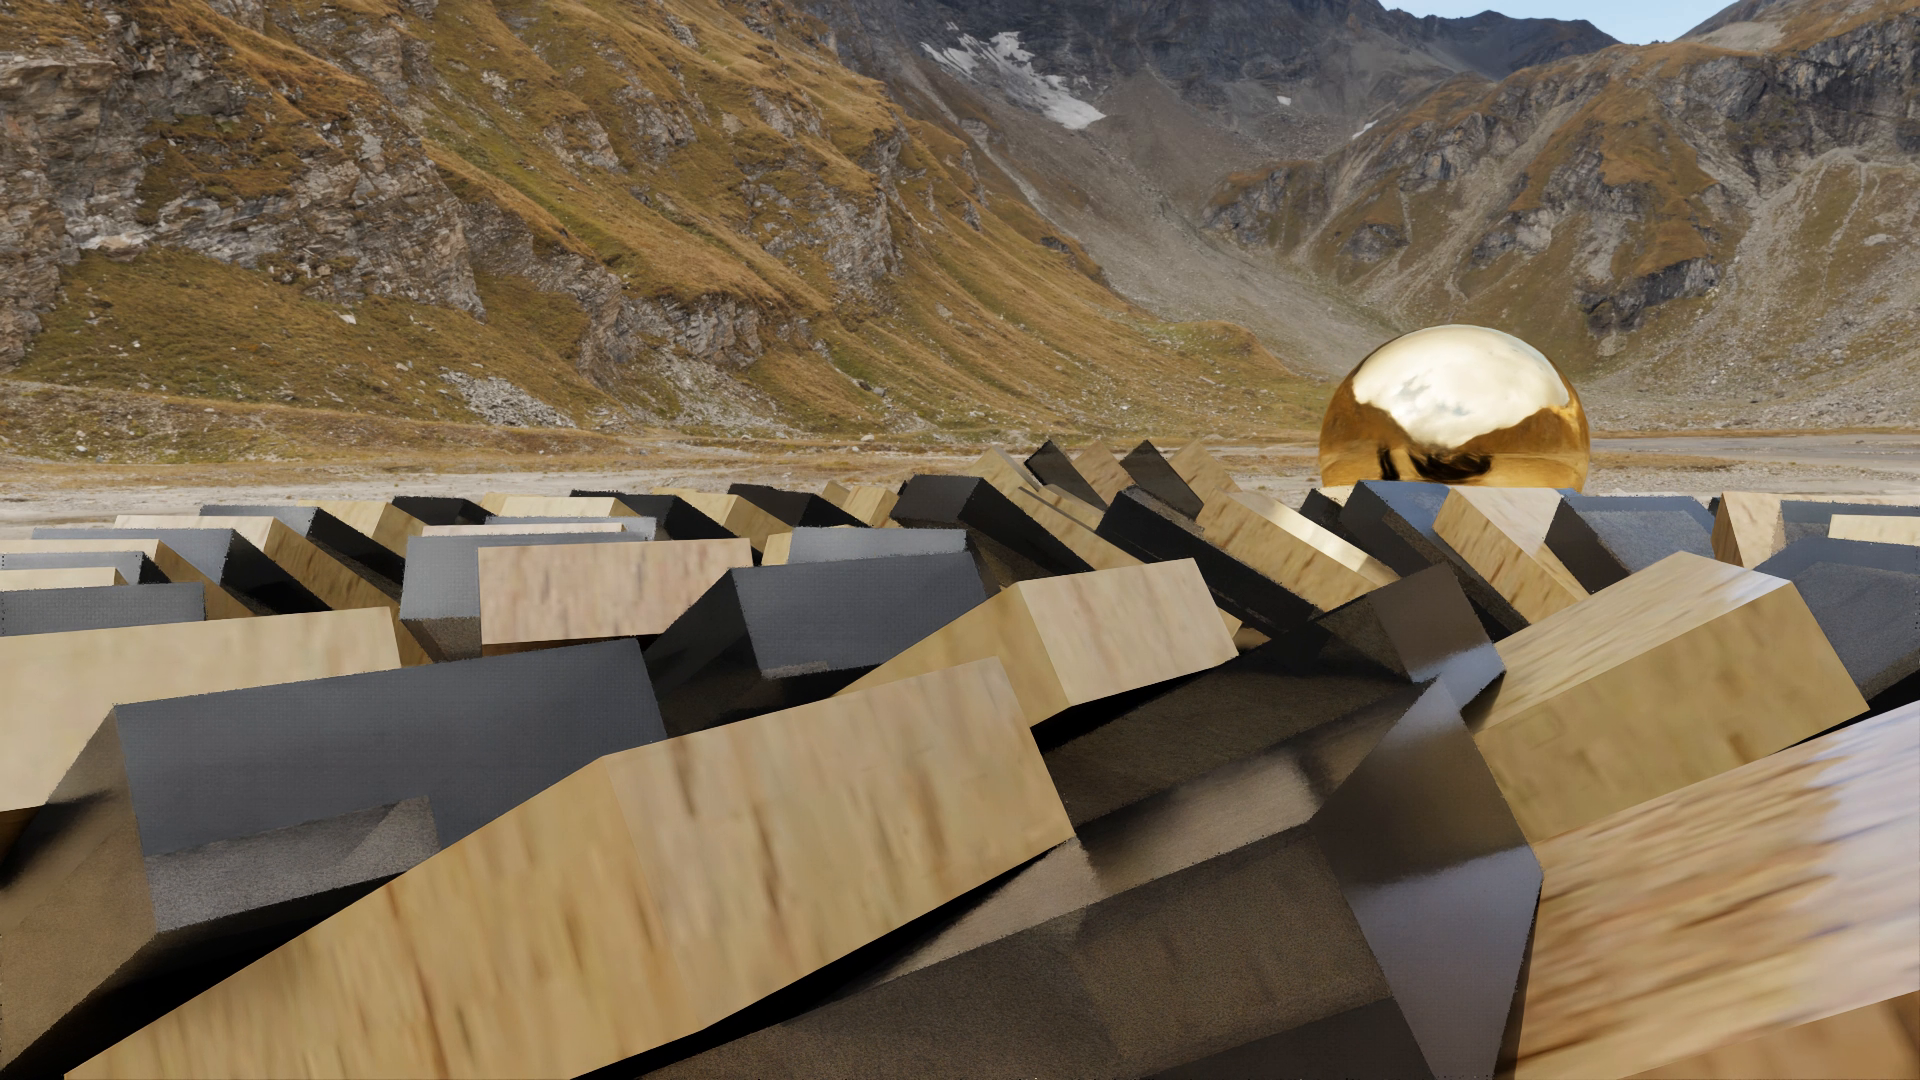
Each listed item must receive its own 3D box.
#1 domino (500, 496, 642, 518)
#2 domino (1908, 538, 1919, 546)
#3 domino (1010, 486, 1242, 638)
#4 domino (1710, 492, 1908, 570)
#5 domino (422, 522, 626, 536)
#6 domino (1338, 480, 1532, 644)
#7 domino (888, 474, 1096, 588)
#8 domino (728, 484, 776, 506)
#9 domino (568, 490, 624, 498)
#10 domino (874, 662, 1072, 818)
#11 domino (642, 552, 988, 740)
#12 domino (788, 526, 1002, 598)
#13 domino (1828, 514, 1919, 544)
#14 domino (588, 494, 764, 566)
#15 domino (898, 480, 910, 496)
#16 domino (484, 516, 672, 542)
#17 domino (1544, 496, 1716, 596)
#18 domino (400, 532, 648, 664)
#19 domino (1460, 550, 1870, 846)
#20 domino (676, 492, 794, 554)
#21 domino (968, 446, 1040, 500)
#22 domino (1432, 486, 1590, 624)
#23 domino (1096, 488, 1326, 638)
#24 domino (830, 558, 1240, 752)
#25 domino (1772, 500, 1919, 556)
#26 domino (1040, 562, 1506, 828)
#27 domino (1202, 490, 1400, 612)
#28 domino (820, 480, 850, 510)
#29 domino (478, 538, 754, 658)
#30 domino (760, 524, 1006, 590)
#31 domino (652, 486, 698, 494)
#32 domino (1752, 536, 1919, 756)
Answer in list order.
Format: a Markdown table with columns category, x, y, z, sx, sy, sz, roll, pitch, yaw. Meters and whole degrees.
| category | x | y | z | sx | sy | sz | roll | pitch | yaw |
| --- | --- | --- | --- | --- | --- | --- | --- | --- | --- |
| domino | -0.056 | 0.008 | 0.228 | 0.025 | 0.009 | 0.050 | 1 | -26 | 30 |
| domino | 0.081 | 0.017 | 0.113 | 0.050 | 0.009 | 0.025 | -32 | 11 | -8 |
| domino | 0.031 | 0.006 | 0.258 | 0.050 | 0.009 | 0.025 | 31 | 5 | 2 |
| domino | 0.127 | 0.011 | 0.185 | 0.025 | 0.009 | 0.050 | 4 | 36 | 18 |
| domino | -0.054 | 0.013 | 0.182 | 0.025 | 0.009 | 0.050 | -1 | -24 | 1 |
| domino | 0.099 | 0.006 | 0.246 | 0.025 | 0.010 | 0.050 | 0 | 35 | -31 |
| domino | 0.013 | 0.006 | 0.240 | 0.050 | 0.010 | 0.025 | 38 | -14 | -26 |
| domino | -0.036 | 0.001 | 0.333 | 0.050 | 0.010 | 0.025 | 31 | -12 | -29 |
| domino | -0.067 | 0.004 | 0.304 | 0.025 | 0.010 | 0.050 | 5 | -22 | 48 |
| domino | 0.000 | 0.025 | 0.171 | 0.025 | 0.009 | 0.050 | 0 | 4 | 0 |
| domino | -0.021 | 0.017 | 0.126 | 0.025 | 0.010 | 0.050 | -4 | -24 | -40 |
| domino | -0.006 | 0.012 | 0.197 | 0.025 | 0.010 | 0.050 | 1 | -22 | 15 |
| domino | 0.111 | 0.015 | 0.145 | 0.025 | 0.010 | 0.050 | 3 | 36 | 38 |
| domino | -0.047 | 0.007 | 0.247 | 0.025 | 0.010 | 0.050 | 2 | -25 | 38 |
| domino | 0.005 | 0.000 | 0.355 | 0.050 | 0.009 | 0.025 | 29 | 6 | 1 |
| domino | -0.054 | 0.011 | 0.203 | 0.025 | 0.009 | 0.050 | 0 | -24 | 5 |
| domino | 0.120 | 0.010 | 0.208 | 0.025 | 0.010 | 0.050 | -1 | 34 | -8 |
| domino | -0.050 | 0.014 | 0.161 | 0.025 | 0.010 | 0.050 | -1 | -24 | -8 |
| domino | 0.039 | 0.018 | 0.101 | 0.050 | 0.010 | 0.025 | -30 | -4 | 15 |
| domino | -0.035 | 0.006 | 0.266 | 0.050 | 0.010 | 0.025 | 33 | -17 | -35 |
| domino | 0.024 | -0.005 | 0.355 | 0.050 | 0.009 | 0.025 | 45 | 8 | 2 |
| domino | 0.110 | 0.008 | 0.228 | 0.025 | 0.009 | 0.050 | 0 | 35 | -22 |
| domino | 0.053 | 0.007 | 0.259 | 0.050 | 0.009 | 0.025 | 32 | 11 | 11 |
| domino | -0.003 | 0.018 | 0.114 | 0.050 | 0.010 | 0.025 | -34 | -18 | 36 |
| domino | 0.121 | 0.013 | 0.165 | 0.025 | 0.010 | 0.050 | 4 | 36 | 26 |
| domino | 0.016 | 0.018 | 0.104 | 0.050 | 0.009 | 0.025 | -32 | -13 | 30 |
| domino | 0.075 | 0.007 | 0.254 | 0.050 | 0.010 | 0.025 | 34 | 18 | 22 |
| domino | -0.016 | 0.000 | 0.350 | 0.050 | 0.010 | 0.025 | 29 | 2 | -6 |
| domino | -0.039 | 0.015 | 0.141 | 0.025 | 0.010 | 0.050 | -2 | -25 | -21 |
| domino | -0.007 | 0.011 | 0.224 | 0.050 | 0.010 | 0.025 | 23 | -17 | -35 |
| domino | -0.052 | 0.003 | 0.320 | 0.050 | 0.009 | 0.025 | 31 | -14 | -33 |
| domino | 0.061 | 0.018 | 0.107 | 0.050 | 0.010 | 0.025 | -31 | 6 | -2 |
